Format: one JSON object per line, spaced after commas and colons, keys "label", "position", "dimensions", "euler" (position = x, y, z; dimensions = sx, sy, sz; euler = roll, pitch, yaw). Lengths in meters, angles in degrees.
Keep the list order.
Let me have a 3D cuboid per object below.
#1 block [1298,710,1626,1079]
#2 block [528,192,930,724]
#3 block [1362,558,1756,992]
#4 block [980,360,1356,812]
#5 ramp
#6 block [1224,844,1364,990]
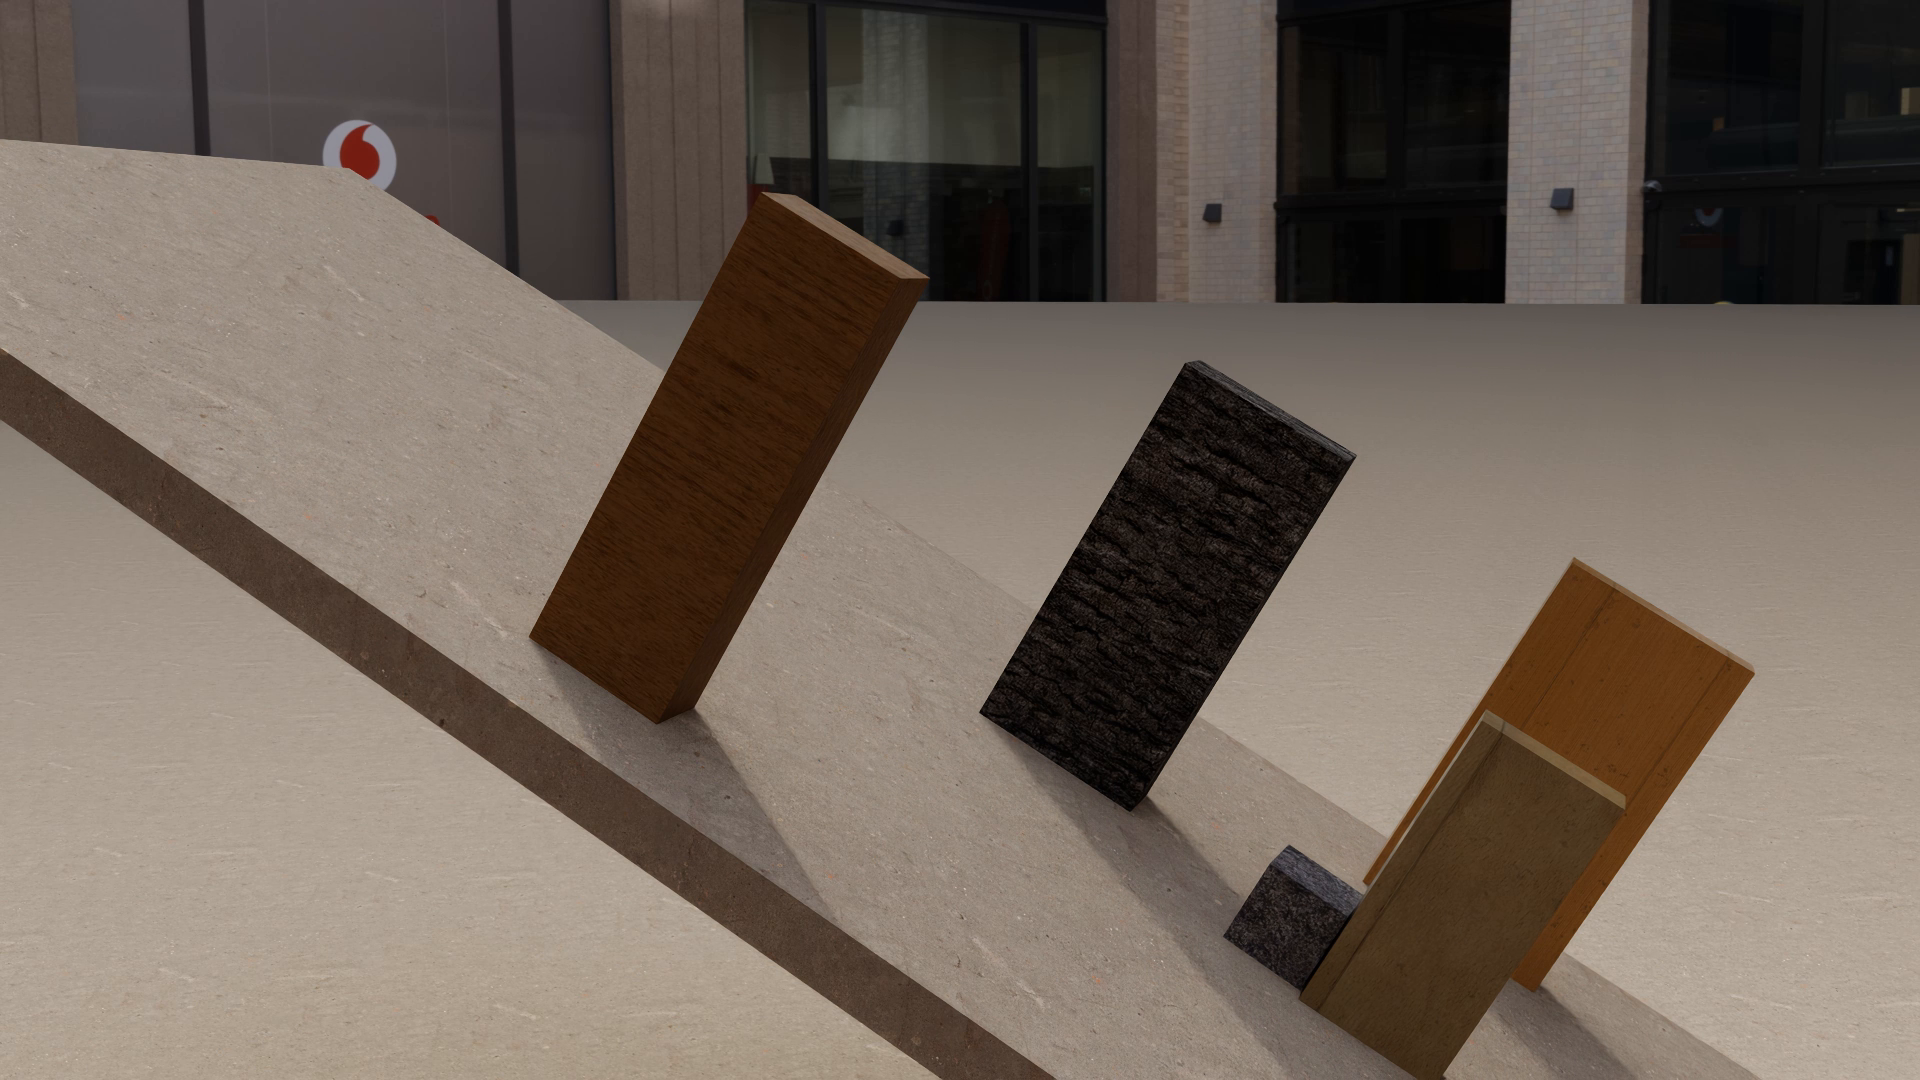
{"label": "block", "position": [0.839, 0.604, 3.695], "dimensions": [0.265, 0.580, 0.099], "euler": [33, 15, 11]}
{"label": "block", "position": [-0.361, -0.123, 3.395], "dimensions": [0.252, 0.794, 0.143], "euler": [33, 15, 11]}
{"label": "block", "position": [1.191, 0.473, 4.414], "dimensions": [0.401, 0.780, 0.095], "euler": [33, 15, 11]}
{"label": "block", "position": [0.389, 0.087, 4.162], "dimensions": [0.346, 0.781, 0.147], "euler": [33, 15, 11]}
{"label": "ramp", "position": [-0.180, 0.296, 4.126], "dimensions": [4.000, 0.100, 2.000], "euler": [33, 15, 11]}
{"label": "block", "position": [0.587, 0.660, 3.862], "dimensions": [0.159, 0.159, 0.159], "euler": [34, 15, 15]}
